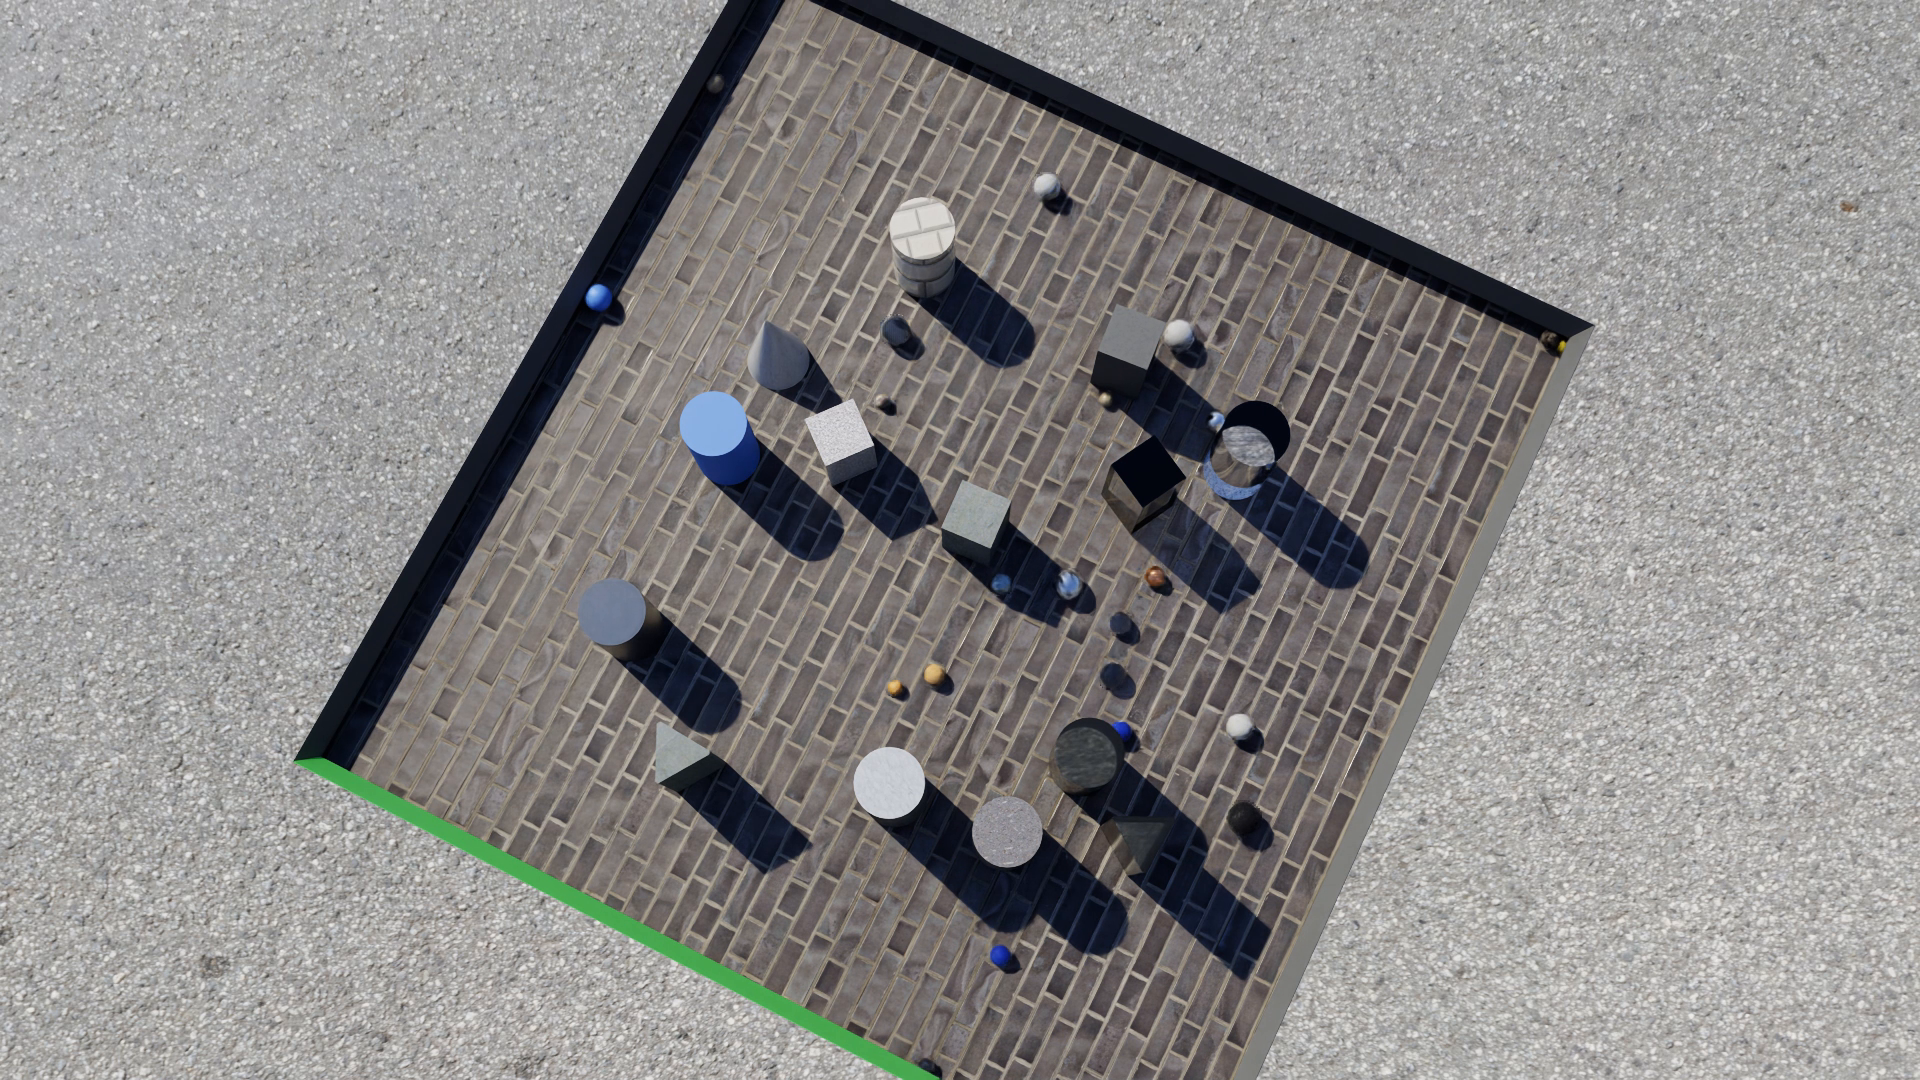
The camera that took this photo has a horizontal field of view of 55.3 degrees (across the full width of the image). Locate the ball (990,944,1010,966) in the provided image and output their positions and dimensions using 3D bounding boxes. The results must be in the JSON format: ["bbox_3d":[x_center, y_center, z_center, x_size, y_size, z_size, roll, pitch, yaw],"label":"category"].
[{"bbox_3d":[0.116,1.209,5.335,0.060,0.060,0.060,0,78,0],"label":"ball"}]

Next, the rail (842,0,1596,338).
[{"bbox_3d":[0.647,-1.260,5.811,2.893,0.127,0.045,26,80,5],"label":"rail"}]

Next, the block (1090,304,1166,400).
[{"bbox_3d":[0.507,-0.566,5.566,0.156,0.329,0.156,22,79,4],"label":"block"}]

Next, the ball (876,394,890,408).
[{"bbox_3d":[-0.239,-0.432,5.682,0.046,0.046,0.046,0,78,0],"label":"ball"}]

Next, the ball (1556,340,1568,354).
[{"bbox_3d":[1.884,-0.603,5.720,0.042,0.042,0.042,0,78,0],"label":"ball"}]

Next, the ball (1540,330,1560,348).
[{"bbox_3d":[1.841,-0.629,5.717,0.057,0.057,0.057,0,78,0],"label":"ball"}]

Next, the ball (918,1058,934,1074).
[{"bbox_3d":[-0.098,1.517,5.277,0.051,0.051,0.051,0,78,0],"label":"ball"}]

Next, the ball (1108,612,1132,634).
[{"bbox_3d":[0.483,0.251,5.530,0.068,0.068,0.068,0,78,0],"label":"ball"}]

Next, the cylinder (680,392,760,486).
[{"bbox_3d":[-0.716,-0.301,5.493,0.195,0.363,0.195,0,78,0],"label":"cylinder"}]

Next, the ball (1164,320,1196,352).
[{"bbox_3d":[0.683,-0.635,5.699,0.096,0.096,0.096,0,78,0],"label":"ball"}]

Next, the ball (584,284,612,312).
[{"bbox_3d":[-1.132,-0.756,5.730,0.084,0.084,0.084,0,78,0],"label":"ball"}]

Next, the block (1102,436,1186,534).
[{"bbox_3d":[0.543,-0.160,5.457,0.156,0.378,0.156,-34,80,-7],"label":"block"}]

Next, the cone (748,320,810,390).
[{"bbox_3d":[-0.568,-0.603,5.540,0.195,0.394,0.195,0,78,0],"label":"cone"}]

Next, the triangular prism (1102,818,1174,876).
[{"bbox_3d":[0.480,0.839,5.210,0.146,0.456,0.169,31,80,6],"label":"triangular prism"}]

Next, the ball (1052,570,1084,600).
[{"bbox_3d":[0.326,0.134,5.542,0.092,0.092,0.092,0,78,0],"label":"ball"}]

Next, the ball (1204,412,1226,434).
[{"bbox_3d":[0.792,-0.361,5.654,0.073,0.073,0.073,0,78,0],"label":"ball"}]

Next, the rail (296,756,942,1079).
[{"bbox_3d":[-0.647,1.273,5.287,2.893,0.127,0.045,26,80,5],"label":"rail"}]

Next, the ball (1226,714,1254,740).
[{"bbox_3d":[0.835,0.557,5.460,0.081,0.081,0.081,0,78,0],"label":"ball"}]

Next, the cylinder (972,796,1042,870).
[{"bbox_3d":[0.131,0.845,5.253,0.195,0.370,0.195,0,78,0],"label":"cylinder"}]

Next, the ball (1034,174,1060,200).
[{"bbox_3d":[0.277,-1.118,5.805,0.084,0.084,0.084,0,78,0],"label":"ball"}]

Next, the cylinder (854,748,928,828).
[{"bbox_3d":[-0.193,0.710,5.232,0.195,0.465,0.195,0,78,0],"label":"cylinder"}]

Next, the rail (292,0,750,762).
[{"bbox_3d":[-1.272,-0.616,5.678,0.045,0.127,2.939,26,80,5],"label":"rail"}]

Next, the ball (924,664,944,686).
[{"bbox_3d":[-0.077,0.404,5.501,0.063,0.063,0.063,0,78,0],"label":"ball"}]

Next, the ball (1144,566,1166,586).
[{"bbox_3d":[0.592,0.110,5.562,0.061,0.061,0.061,0,78,0],"label":"ball"}]

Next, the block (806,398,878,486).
[{"bbox_3d":[-0.357,-0.292,5.544,0.156,0.261,0.156,-24,79,-5],"label":"block"}]

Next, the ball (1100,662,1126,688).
[{"bbox_3d":[0.458,0.406,5.494,0.076,0.076,0.076,0,78,0],"label":"ball"}]

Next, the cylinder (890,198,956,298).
[{"bbox_3d":[-0.112,-0.892,5.624,0.195,0.348,0.195,0,78,0],"label":"cylinder"}]

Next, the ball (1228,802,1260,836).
[{"bbox_3d":[0.836,0.821,5.397,0.098,0.098,0.098,0,78,0],"label":"ball"}]

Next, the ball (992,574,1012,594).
[{"bbox_3d":[0.125,0.133,5.558,0.061,0.061,0.061,0,78,0],"label":"ball"}]

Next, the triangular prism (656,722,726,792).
[{"bbox_3d":[-0.809,0.610,5.303,0.169,0.367,0.146,-29,80,-6],"label":"triangular prism"}]

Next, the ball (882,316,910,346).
[{"bbox_3d":[-0.199,-0.651,5.706,0.090,0.090,0.090,0,78,0],"label":"ball"}]

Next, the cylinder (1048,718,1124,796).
[{"bbox_3d":[0.362,0.630,5.291,0.195,0.382,0.195,0,78,0],"label":"cylinder"}]

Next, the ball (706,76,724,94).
[{"bbox_3d":[-0.789,-1.464,5.890,0.059,0.059,0.059,0,78,0],"label":"ball"}]

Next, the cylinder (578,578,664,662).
[{"bbox_3d":[-0.994,0.239,5.396,0.195,0.334,0.195,0,78,0],"label":"cylinder"}]

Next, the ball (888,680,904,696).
[{"bbox_3d":[-0.193,0.444,5.502,0.045,0.045,0.045,0,78,0],"label":"ball"}]

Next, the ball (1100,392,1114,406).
[{"bbox_3d":[0.453,-0.437,5.685,0.043,0.043,0.043,0,78,0],"label":"ball"}]

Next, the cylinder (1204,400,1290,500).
[{"bbox_3d":[0.849,-0.262,5.454,0.195,0.425,0.195,0,78,0],"label":"cylinder"}]

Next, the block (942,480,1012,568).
[{"bbox_3d":[0.048,-0.047,5.480,0.156,0.286,0.156,23,79,5],"label":"block"}]

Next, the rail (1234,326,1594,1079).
[{"bbox_3d":[1.272,0.630,5.420,0.045,0.127,2.939,26,80,5],"label":"rail"}]

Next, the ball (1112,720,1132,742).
[{"bbox_3d":[0.478,0.572,5.464,0.066,0.066,0.066,0,78,0],"label":"ball"}]
